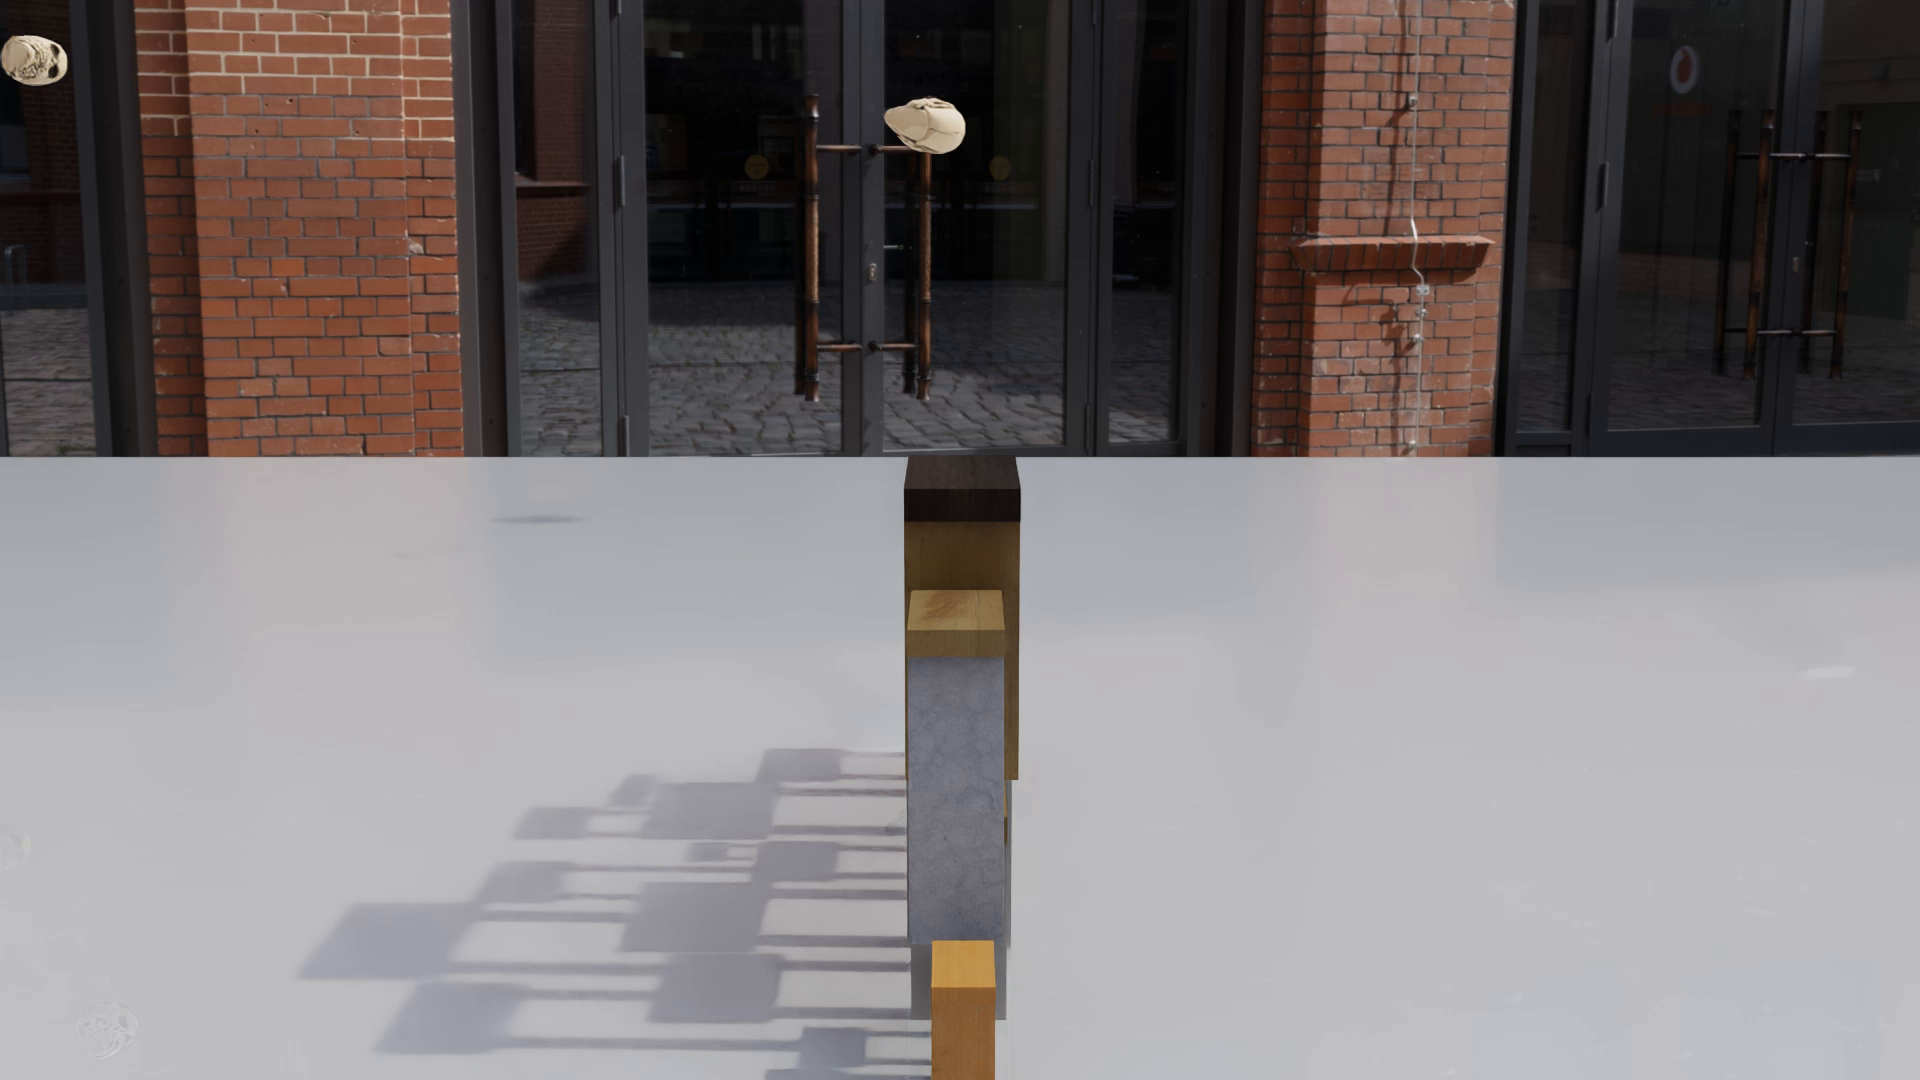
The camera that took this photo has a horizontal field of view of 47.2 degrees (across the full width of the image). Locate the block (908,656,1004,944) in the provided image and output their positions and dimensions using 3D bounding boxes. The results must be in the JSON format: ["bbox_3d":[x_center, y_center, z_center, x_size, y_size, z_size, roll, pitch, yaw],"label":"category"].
[{"bbox_3d":[-0.005,0.348,2.984,0.129,0.409,0.036,0,11,0],"label":"block"}]

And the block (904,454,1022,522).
[{"bbox_3d":[0.003,-0.080,3.298,0.167,0.047,0.334,0,11,0],"label":"block"}]

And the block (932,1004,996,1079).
[{"bbox_3d":[0.004,0.663,2.827,0.081,0.163,0.023,0,11,0],"label":"block"}]

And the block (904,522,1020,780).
[{"bbox_3d":[0.003,0.157,3.229,0.167,0.392,0.047,0,11,0],"label":"block"}]

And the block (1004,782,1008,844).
[{"bbox_3d":[-0.002,0.381,3.202,0.136,0.039,0.272,0,11,0],"label":"block"}]

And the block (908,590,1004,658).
[{"bbox_3d":[-0.005,0.113,3.028,0.129,0.036,0.257,0,10,0],"label":"block"}]

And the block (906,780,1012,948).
[{"bbox_3d":[-0.001,0.472,3.417,0.162,0.323,0.046,0,11,0],"label":"block"}]

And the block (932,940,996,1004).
[{"bbox_3d":[0.004,0.562,2.864,0.081,0.023,0.163,0,11,0],"label":"block"}]

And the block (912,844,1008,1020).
[{"bbox_3d":[-0.002,0.550,3.141,0.136,0.272,0.039,0,11,0],"label":"block"}]
